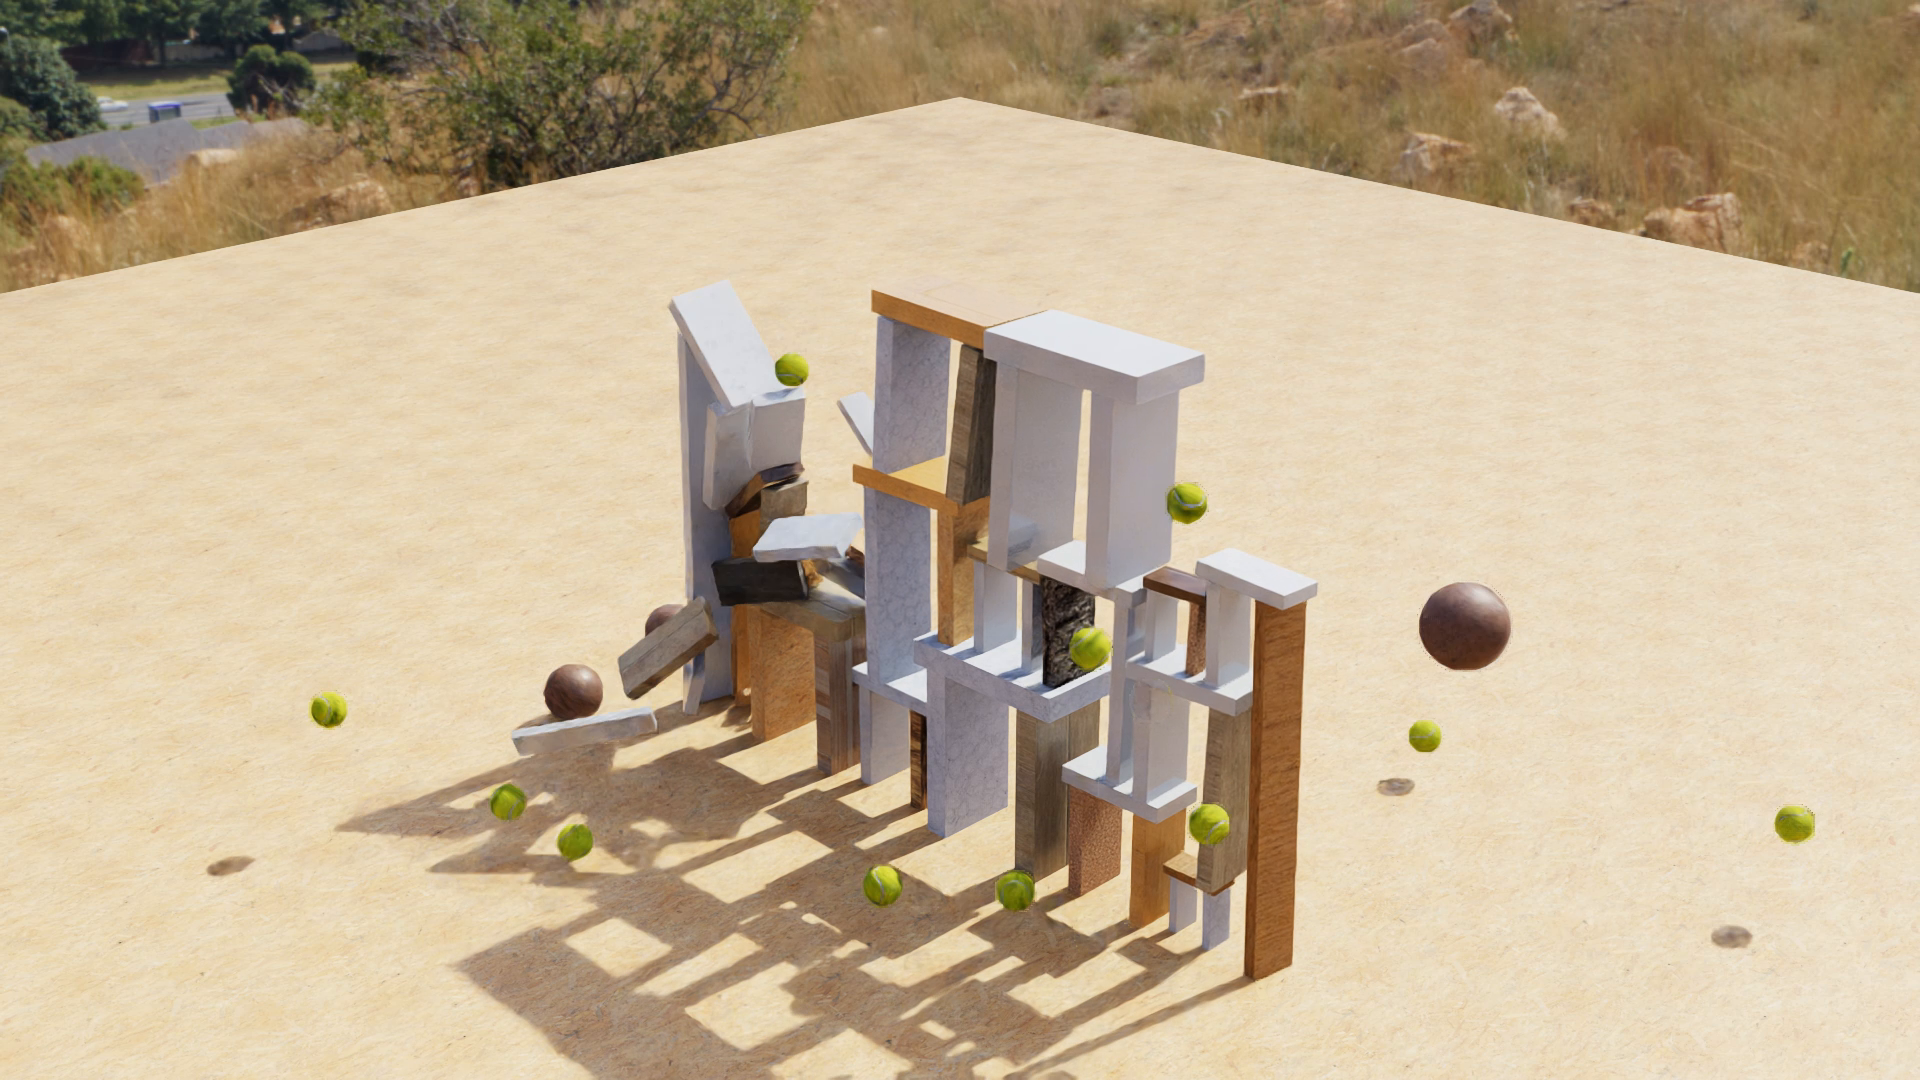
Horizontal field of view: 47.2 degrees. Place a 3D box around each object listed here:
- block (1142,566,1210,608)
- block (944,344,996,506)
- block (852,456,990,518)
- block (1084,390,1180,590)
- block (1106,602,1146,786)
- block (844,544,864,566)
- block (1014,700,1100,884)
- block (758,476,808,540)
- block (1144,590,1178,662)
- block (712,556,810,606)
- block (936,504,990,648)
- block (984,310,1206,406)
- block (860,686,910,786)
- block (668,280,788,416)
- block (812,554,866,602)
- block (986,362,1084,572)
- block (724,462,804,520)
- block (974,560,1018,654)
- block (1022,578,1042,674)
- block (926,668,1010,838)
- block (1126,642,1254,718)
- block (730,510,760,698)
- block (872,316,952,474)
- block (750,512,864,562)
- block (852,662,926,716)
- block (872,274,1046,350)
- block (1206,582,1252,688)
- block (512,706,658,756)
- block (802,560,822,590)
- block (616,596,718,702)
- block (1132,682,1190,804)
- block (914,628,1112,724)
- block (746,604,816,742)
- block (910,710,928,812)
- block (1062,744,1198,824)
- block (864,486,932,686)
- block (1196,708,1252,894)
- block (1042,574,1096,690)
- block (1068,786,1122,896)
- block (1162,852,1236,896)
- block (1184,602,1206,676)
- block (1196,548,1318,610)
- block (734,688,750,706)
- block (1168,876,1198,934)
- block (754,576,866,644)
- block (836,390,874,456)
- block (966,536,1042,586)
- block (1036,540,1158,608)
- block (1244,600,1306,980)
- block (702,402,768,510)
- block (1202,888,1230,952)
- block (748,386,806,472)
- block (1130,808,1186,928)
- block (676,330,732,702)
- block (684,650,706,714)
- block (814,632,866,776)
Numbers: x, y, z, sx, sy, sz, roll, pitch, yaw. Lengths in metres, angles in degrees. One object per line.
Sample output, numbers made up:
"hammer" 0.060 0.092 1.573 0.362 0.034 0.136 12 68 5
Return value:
"block" 0.393 0.080 3.834 0.136 0.019 0.068 18 28 38
"block" 0.055 -0.229 4.058 0.044 0.309 0.154 28 35 35
"block" -0.061 -0.115 4.230 0.274 0.039 0.137 19 30 38
"block" 0.302 -0.107 3.856 0.051 0.357 0.179 22 31 40
"block" 0.319 0.261 4.002 0.031 0.369 0.111 20 30 37
"block" -0.188 0.046 4.449 0.128 0.018 0.064 34 -7 -5
"block" 0.186 0.462 4.213 0.180 0.359 0.051 -21 31 -41
"block" -0.374 -0.026 4.628 0.029 0.204 0.102 29 36 36
"block" 0.357 0.141 3.892 0.019 0.136 0.068 19 29 37
"block" -0.411 0.082 4.533 0.187 0.094 0.027 -5 24 17
"block" 0.014 0.054 4.233 0.039 0.274 0.137 17 28 35
"block" 0.232 -0.322 3.841 0.179 0.051 0.357 -21 31 -41
"block" -0.156 0.388 4.562 0.111 0.222 0.031 -21 31 -41
"block" -0.479 -0.399 4.541 0.135 0.270 0.038 -23 -13 -30
"block" -0.231 0.070 4.513 0.187 0.094 0.027 29 65 31
"block" 0.139 -0.153 4.015 0.179 0.397 0.051 -21 34 -41
"block" -0.415 -0.108 4.657 0.102 0.029 0.204 -21 -10 -33
"block" 0.068 0.115 4.203 0.026 0.186 0.093 21 31 40
"block" 0.157 0.149 4.122 0.026 0.186 0.093 21 30 40
"block" 0.017 0.396 4.369 0.051 0.359 0.180 21 31 41
"block" 0.422 0.241 3.871 0.236 0.033 0.118 19 29 38
"block" -0.453 0.136 4.854 0.102 0.455 0.029 -11 27 -27
"block" -0.091 -0.292 4.198 0.154 0.309 0.044 -21 35 -40
"block" -0.307 -0.005 4.432 0.213 0.030 0.107 -4 37 34
"block" -0.104 0.291 4.465 0.111 0.031 0.222 -21 31 -40
"block" -0.003 -0.423 4.057 0.154 0.044 0.309 -20 31 -39
"block" 0.463 0.151 3.794 0.027 0.188 0.094 15 25 40
"block" -0.735 0.375 4.306 0.275 0.064 0.018 -10 50 -1
"block" -0.317 0.051 4.586 0.013 0.094 0.047 -1 22 35
"block" -0.604 0.224 4.539 0.233 0.030 0.107 -36 45 15
"block" 0.365 0.346 3.972 0.033 0.236 0.118 20 30 39
"block" 0.100 0.240 4.210 0.359 0.051 0.180 21 31 41
"block" -0.378 0.261 4.739 0.045 0.318 0.159 21 31 41
"block" -0.050 0.429 4.466 0.031 0.222 0.111 21 31 41
"block" 0.313 0.450 4.070 0.229 0.033 0.115 21 31 40
"block" -0.123 0.073 4.388 0.137 0.431 0.039 -18 29 -37
"block" 0.478 0.444 3.898 0.033 0.361 0.118 21 29 38
"block" 0.201 0.154 4.065 0.031 0.221 0.111 20 30 41
"block" 0.257 0.550 4.170 0.033 0.229 0.115 21 31 40
"block" 0.434 0.607 4.000 0.120 0.017 0.060 20 30 40
"block" 0.425 0.163 3.837 0.019 0.136 0.068 20 30 37
"block" 0.502 0.064 3.724 0.094 0.027 0.188 -18 31 -42
"block" -0.464 0.344 4.855 0.049 0.014 0.098 -10 -15 -22
"block" 0.412 0.660 4.053 0.060 0.120 0.017 -21 30 -40
"block" -0.303 0.123 4.599 0.159 0.045 0.318 -21 31 -41
"block" -0.184 -0.229 4.326 0.064 0.128 0.018 -24 -12 -38
"block" 0.112 0.033 4.123 0.186 0.026 0.093 21 31 40
"block" 0.258 0.060 3.959 0.221 0.031 0.111 21 31 39
"block" 0.548 0.427 3.830 0.094 0.719 0.027 -13 22 -33
"block" -0.469 -0.192 4.628 0.135 0.270 0.038 -22 53 -28
"block" 0.466 0.681 4.001 0.017 0.120 0.060 19 29 41
"block" -0.376 -0.226 4.491 0.107 0.213 0.030 -12 58 -16
"block" 0.366 0.592 4.071 0.033 0.230 0.115 21 31 40
"block" -0.530 -0.049 4.766 0.135 0.866 0.038 -14 29 -29
"block" -0.550 0.267 4.555 0.027 0.094 0.187 10 30 -13
"block" -0.228 0.319 4.601 0.159 0.318 0.045 -21 31 -40
